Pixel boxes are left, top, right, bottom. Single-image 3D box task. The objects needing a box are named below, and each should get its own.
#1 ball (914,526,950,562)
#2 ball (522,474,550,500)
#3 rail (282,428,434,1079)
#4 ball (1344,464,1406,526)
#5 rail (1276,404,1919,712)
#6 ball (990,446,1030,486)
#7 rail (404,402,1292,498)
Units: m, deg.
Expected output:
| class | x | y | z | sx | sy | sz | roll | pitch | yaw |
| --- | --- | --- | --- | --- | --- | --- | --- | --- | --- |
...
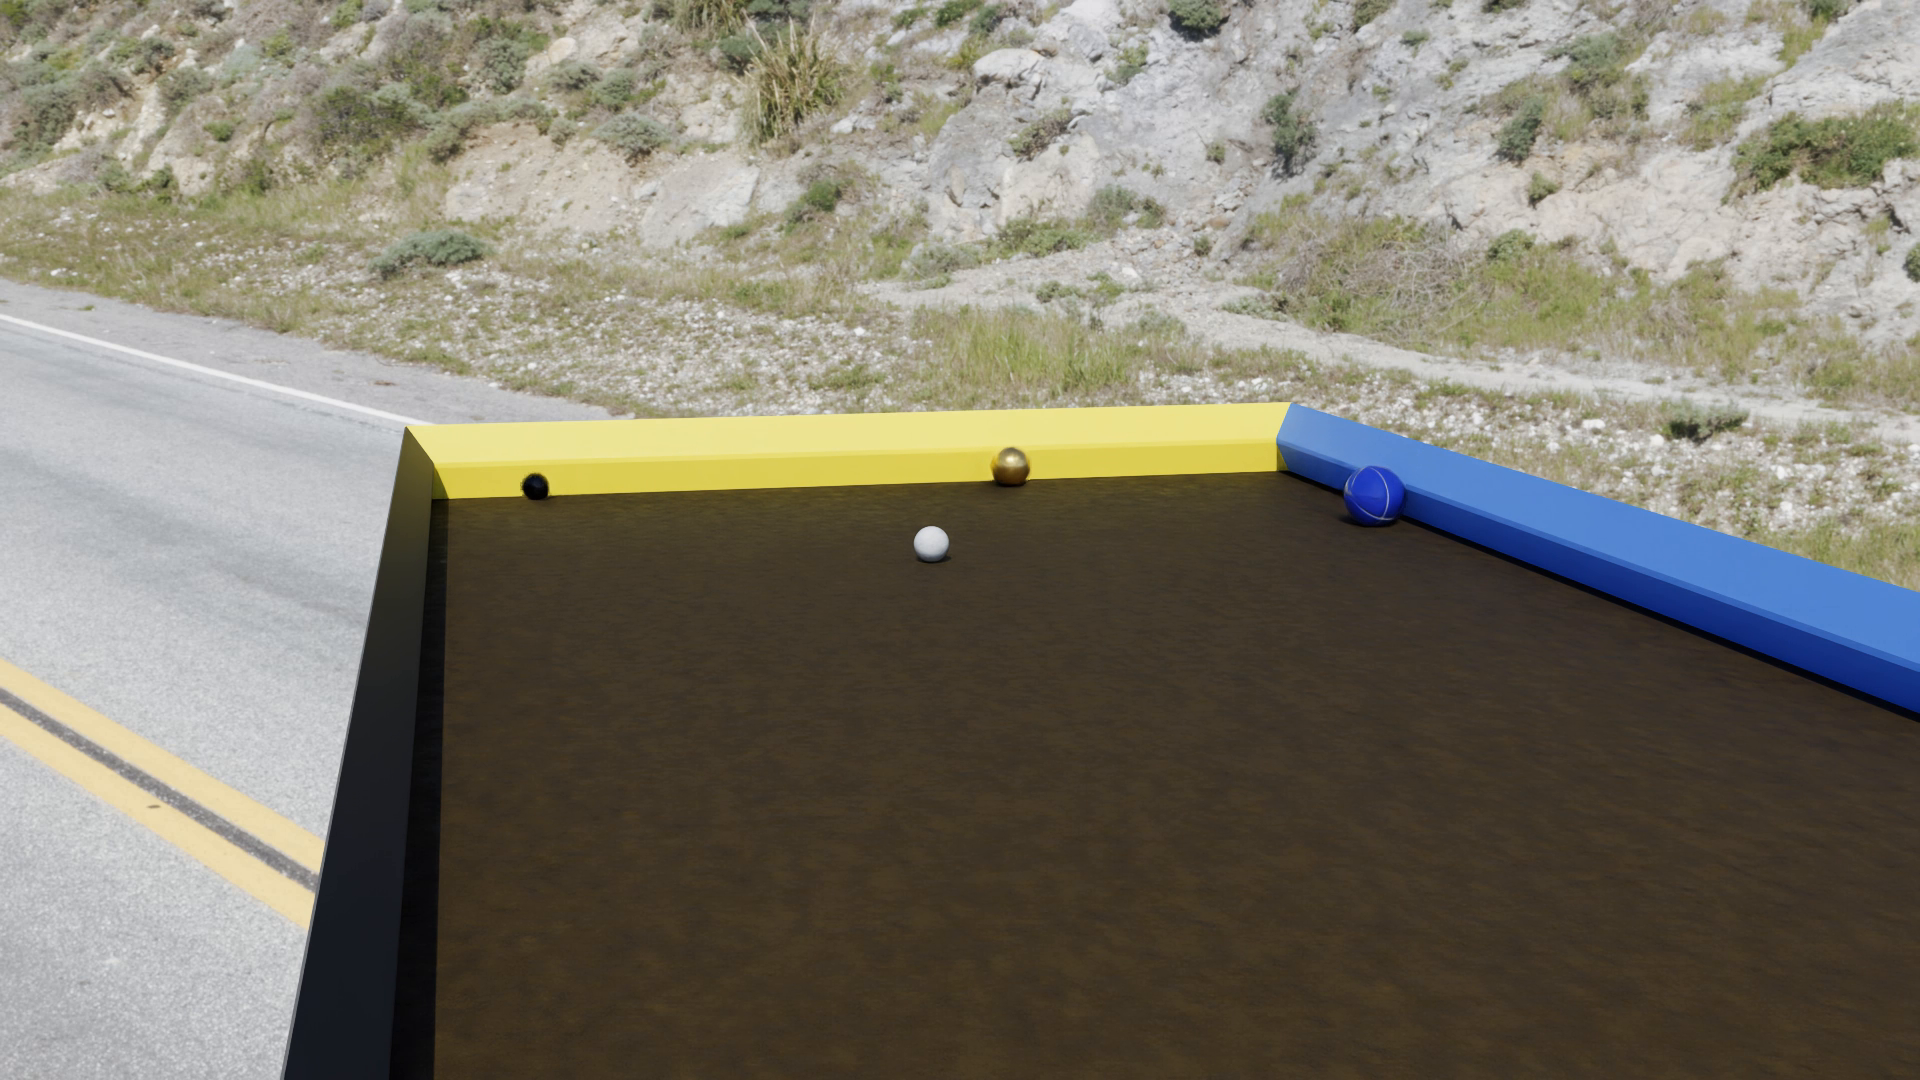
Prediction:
| class | x | y | z | sx | sy | sz | roll | pitch | yaw |
| --- | --- | --- | --- | --- | --- | --- | --- | --- | --- |
| ball | -0.040 | 0.006 | 3.127 | 0.051 | 0.051 | 0.051 | 0 | 10 | 0 |
| ball | -0.711 | -0.090 | 3.685 | 0.045 | 0.045 | 0.045 | 0 | 10 | 0 |
| rail | -0.581 | 0.120 | 2.273 | 0.045 | 0.123 | 2.935 | -2 | 10 | -12 |
| ball | 0.645 | -0.069 | 3.427 | 0.095 | 0.095 | 0.095 | 0 | 10 | 0 |
| rail | 0.903 | 0.061 | 2.602 | 0.045 | 0.123 | 2.935 | -2 | 10 | -12 |
| ball | 0.088 | -0.129 | 3.834 | 0.070 | 0.070 | 0.070 | 0 | 10 | 0 |
| rail | -0.156 | -0.155 | 3.825 | 1.569 | 0.123 | 0.045 | -2 | 10 | -12 |
